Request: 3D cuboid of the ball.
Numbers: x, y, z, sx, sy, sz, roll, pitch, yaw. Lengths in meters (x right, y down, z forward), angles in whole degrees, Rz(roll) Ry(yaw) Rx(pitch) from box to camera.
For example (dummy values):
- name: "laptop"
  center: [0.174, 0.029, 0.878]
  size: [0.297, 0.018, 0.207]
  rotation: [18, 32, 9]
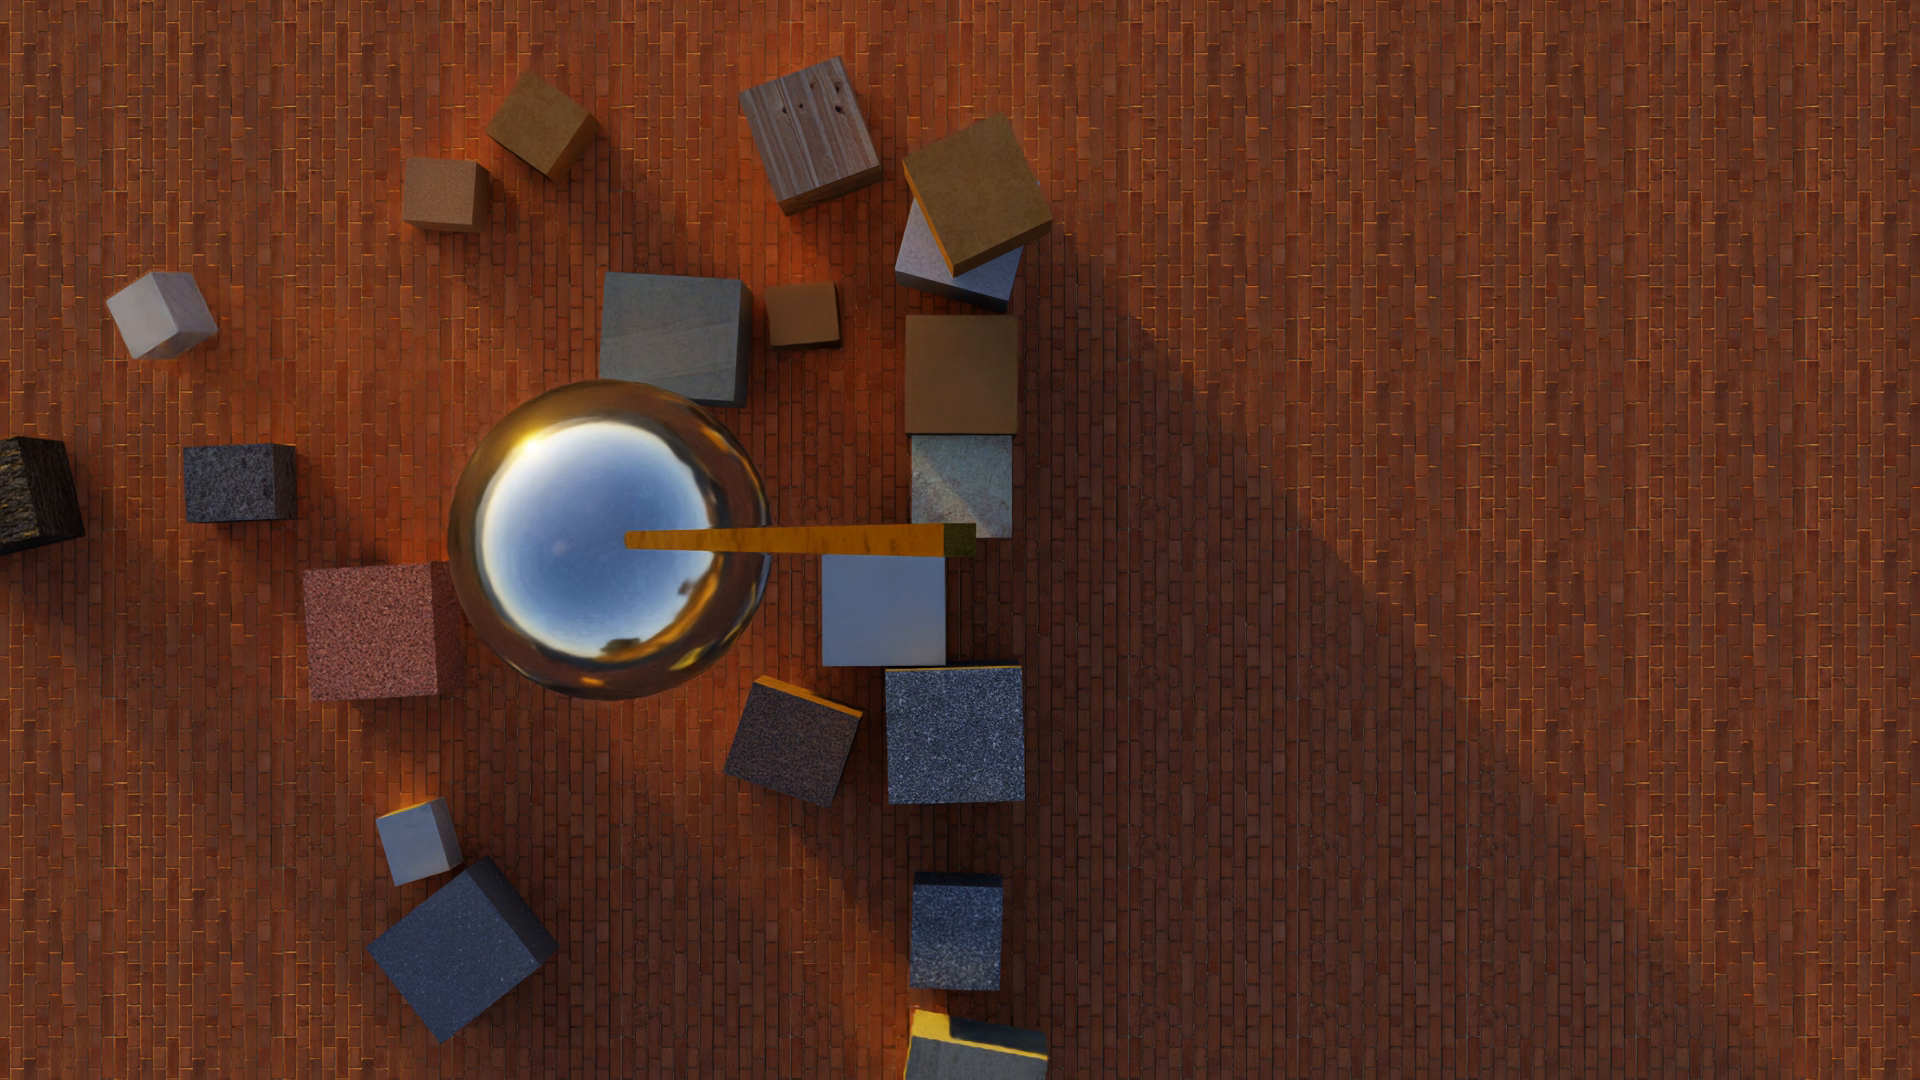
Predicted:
- name: "ball"
  center: [-1.725, 0.000, 10.907]
  size: [1.600, 1.600, 1.600]
  rotation: [0, 90, 0]

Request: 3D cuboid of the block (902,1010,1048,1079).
- name: "block"
  center: [0.051, 3.196, 12.656]
  size: [0.772, 0.688, 0.718]
  rotation: [10, 90, 0]

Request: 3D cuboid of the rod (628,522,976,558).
- name: "rod"
  center: [-0.747, 0.000, 7.650]
  size: [0.080, 5.200, 0.080]
  rotation: [0, 90, -17]

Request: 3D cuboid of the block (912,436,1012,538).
- name: "block"
  center: [0.010, -0.304, 12.731]
  size: [0.568, 0.538, 0.578]
  rotation: [0, 90, 0]

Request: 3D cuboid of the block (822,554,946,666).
- name: "block"
  center: [-0.430, 0.365, 12.690]
  size: [0.692, 0.621, 0.687]
  rotation: [0, 90, 0]

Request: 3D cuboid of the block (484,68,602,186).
- name: "block"
  center: [-2.427, -2.399, 12.803]
  size: [0.439, 0.395, 0.441]
  rotation: [35, 90, 0]

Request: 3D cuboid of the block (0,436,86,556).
- name: "block"
  center: [-5.528, -0.235, 12.675]
  size: [0.608, 0.649, 0.575]
  rotation: [-13, 90, 0]

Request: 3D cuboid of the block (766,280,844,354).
- name: "block"
  center: [-0.903, -1.295, 12.796]
  size: [0.394, 0.404, 0.342]
  rotation: [-6, 89, 0]

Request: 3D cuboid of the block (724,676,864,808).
- name: "block"
  center: [-0.948, 1.154, 12.685]
  size: [0.635, 0.631, 0.540]
  rotation: [19, 90, 0]

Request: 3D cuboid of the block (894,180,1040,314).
- name: "block"
  center: [0.041, -1.757, 12.651]
  size: [0.660, 0.698, 0.689]
  rotation: [15, 90, 0]

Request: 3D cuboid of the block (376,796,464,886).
- name: "block"
  center: [-3.147, 1.753, 12.822]
  size: [0.328, 0.357, 0.401]
  rotation: [-17, 90, 0]

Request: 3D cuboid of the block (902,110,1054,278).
- name: "block"
  center: [0.096, -1.877, 12.018]
  size: [0.594, 0.567, 0.635]
  rotation: [-25, 90, 0]

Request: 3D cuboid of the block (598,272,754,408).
- name: "block"
  center: [-1.622, -1.138, 12.638]
  size: [0.762, 0.724, 0.678]
  rotation: [4, 90, 0]

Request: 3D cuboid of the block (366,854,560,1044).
- name: "block"
  center: [-2.858, 2.350, 12.699]
  size: [0.714, 0.603, 0.692]
  rotation: [-38, 90, 0]

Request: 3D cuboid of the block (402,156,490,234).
- name: "block"
  center: [-2.995, -2.010, 12.823]
  size: [0.401, 0.355, 0.365]
  rotation: [4, 90, 0]

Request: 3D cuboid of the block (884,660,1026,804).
- name: "block"
  center: [-0.027, 1.084, 12.578]
  size: [0.756, 0.843, 0.738]
  rotation: [-2, 90, 0]

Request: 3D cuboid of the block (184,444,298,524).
- name: "block"
  center: [-4.178, -0.327, 12.788]
  size: [0.511, 0.425, 0.433]
  rotation: [-3, 90, 0]

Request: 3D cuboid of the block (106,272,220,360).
- name: "block"
  center: [-4.625, -1.299, 12.760]
  size: [0.354, 0.369, 0.382]
  rotation: [-27, 87, 18]

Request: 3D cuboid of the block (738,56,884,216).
- name: "block"
  center: [-0.853, -2.323, 12.712]
  size: [0.622, 0.575, 0.656]
  rotation: [-20, 90, 0]

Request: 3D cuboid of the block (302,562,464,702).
- name: "block"
  center: [-3.314, 0.519, 12.677]
  size: [0.717, 0.646, 0.744]
  rotation: [-4, 90, 0]

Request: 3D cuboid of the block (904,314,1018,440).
- name: "block"
  center: [0.008, -0.931, 12.668]
  size: [0.631, 0.664, 0.664]
  rotation: [0, 90, 0]

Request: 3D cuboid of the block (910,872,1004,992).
- name: "block"
  center: [-0.020, 2.261, 12.749]
  size: [0.514, 0.501, 0.588]
  rotation: [2, 90, 0]
